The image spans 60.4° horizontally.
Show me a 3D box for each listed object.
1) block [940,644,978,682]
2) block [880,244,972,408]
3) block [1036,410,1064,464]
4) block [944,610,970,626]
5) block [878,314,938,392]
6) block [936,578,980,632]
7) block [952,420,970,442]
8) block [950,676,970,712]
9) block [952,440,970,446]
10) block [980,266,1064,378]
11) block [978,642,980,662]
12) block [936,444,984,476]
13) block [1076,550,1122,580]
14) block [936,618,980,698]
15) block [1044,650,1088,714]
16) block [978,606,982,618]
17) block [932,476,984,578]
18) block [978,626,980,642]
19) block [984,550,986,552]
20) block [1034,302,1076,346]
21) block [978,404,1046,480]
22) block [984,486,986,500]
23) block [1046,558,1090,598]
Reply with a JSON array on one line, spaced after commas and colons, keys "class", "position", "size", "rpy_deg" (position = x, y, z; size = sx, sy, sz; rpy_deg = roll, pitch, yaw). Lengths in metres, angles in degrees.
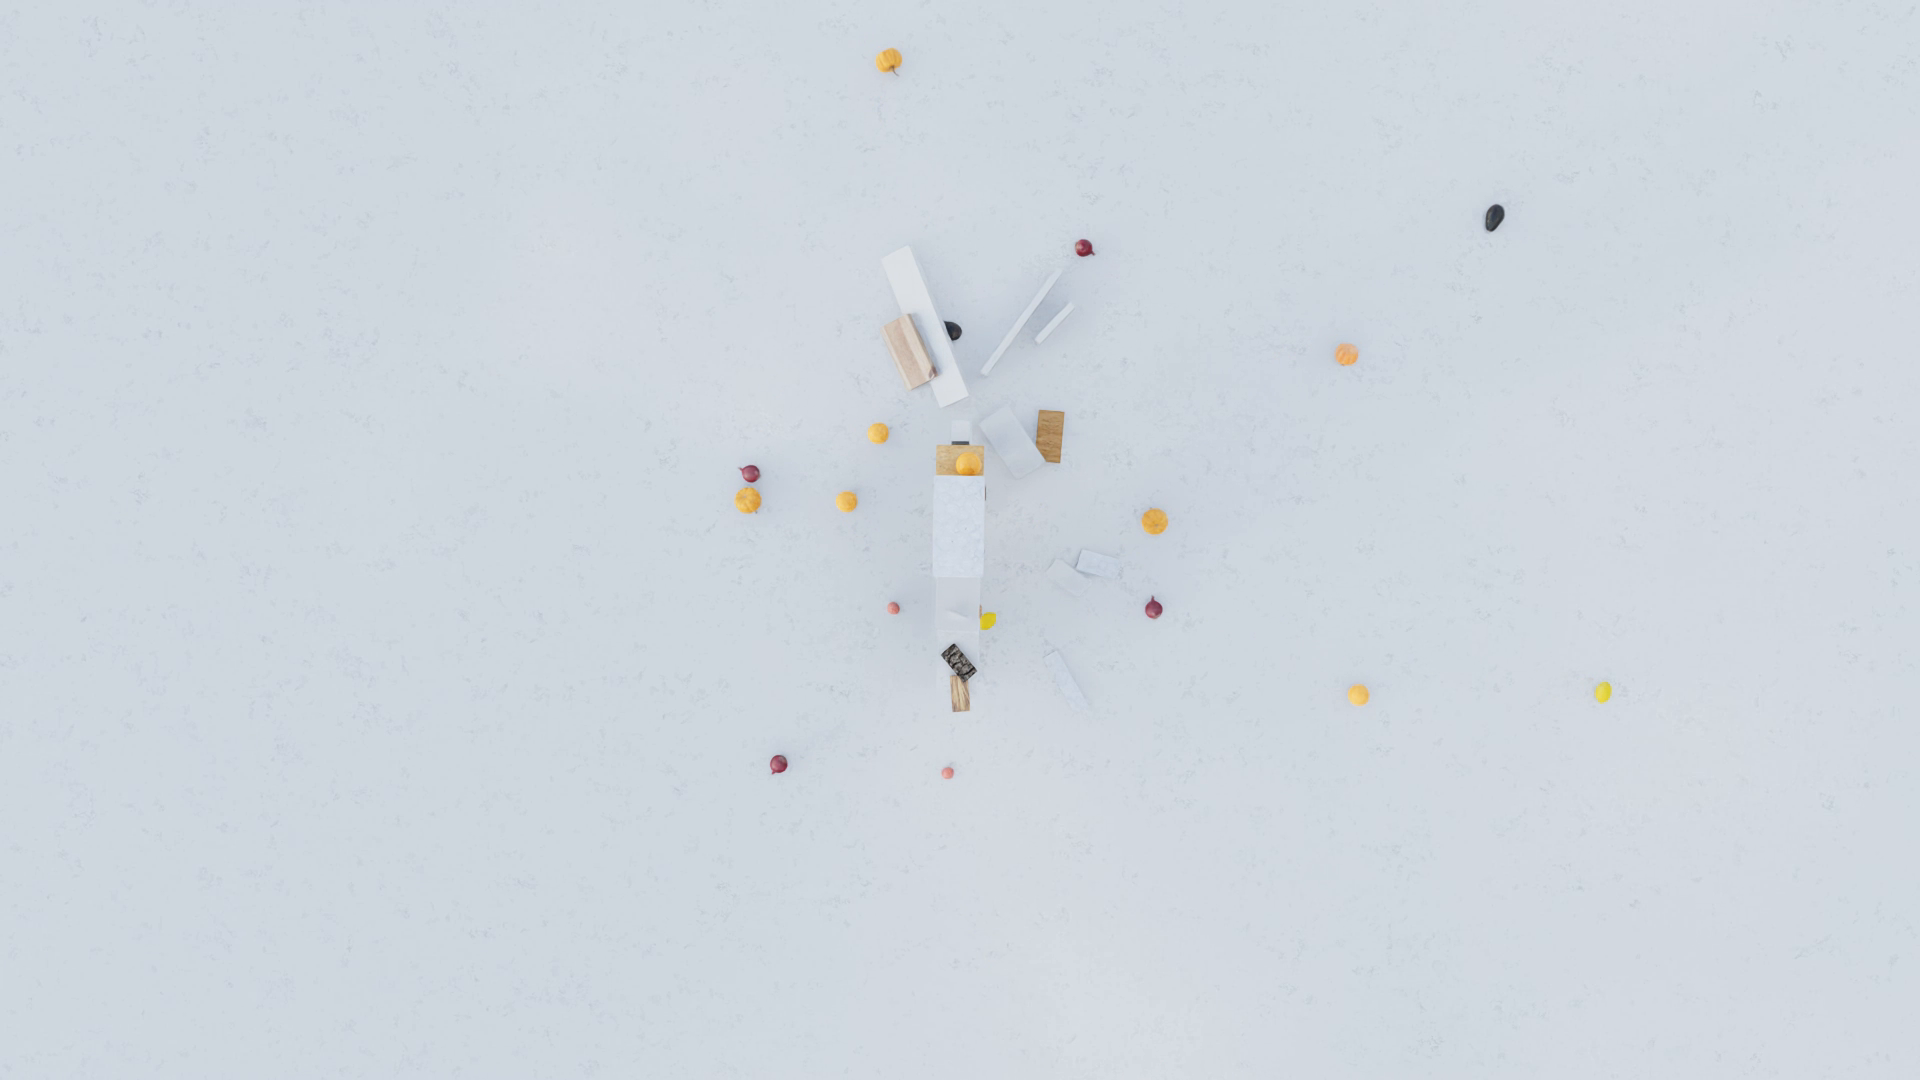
[{"class": "block", "position": [-0.003, 0.358, 4.796], "size": [0.053, 0.015, 0.106], "rpy_deg": [-40, 83, -5]}, {"class": "block", "position": [-0.110, -0.707, 5.459], "size": [0.114, 0.032, 0.534], "rpy_deg": [-22, 90, 28]}, {"class": "block", "position": [0.298, -0.345, 5.488], "size": [0.085, 0.024, 0.170], "rpy_deg": [5, 90, 0]}, {"class": "block", "position": [-0.008, 0.218, 4.633], "size": [0.069, 0.139, 0.020], "rpy_deg": [19, 89, 0]}, {"class": "block", "position": [-0.170, -0.621, 5.462], "size": [0.114, 0.032, 0.229], "rpy_deg": [-24, 90, 24]}, {"class": "block", "position": [-0.003, 0.137, 4.720], "size": [0.122, 0.035, 0.244], "rpy_deg": [3, 90, 0]}, {"class": "block", "position": [0.003, -0.331, 5.375], "size": [0.059, 0.017, 0.117], "rpy_deg": [1, 90, 0]}, {"class": "block", "position": [0.000, 0.447, 4.807], "size": [0.053, 0.015, 0.106], "rpy_deg": [-4, 91, 0]}, {"class": "block", "position": [0.001, -0.255, 5.203], "size": [0.056, 0.016, 0.112], "rpy_deg": [1, 90, 0]}, {"class": "block", "position": [0.204, -0.721, 5.457], "size": [0.024, 0.085, 0.432], "rpy_deg": [36, 90, 0]}, {"class": "block", "position": [0.004, 0.270, 5.248], "size": [0.118, 0.033, 0.236], "rpy_deg": [0, 90, 0]}, {"class": "block", "position": [-0.001, -0.133, 4.691], "size": [0.135, 0.038, 0.271], "rpy_deg": [1, 90, 0]}, {"class": "block", "position": [0.462, 0.082, 5.490], "size": [0.139, 0.020, 0.069], "rpy_deg": [15, 90, 0]}, {"class": "block", "position": [-0.006, 0.343, 4.829], "size": [0.117, 0.033, 0.233], "rpy_deg": [2, 91, 0]}, {"class": "block", "position": [0.353, 0.474, 5.492], "size": [0.053, 0.015, 0.217], "rpy_deg": [-30, 90, 0]}, {"class": "block", "position": [0.002, 0.211, 4.908], "size": [0.122, 0.343, 0.035], "rpy_deg": [2, 89, 0]}, {"class": "block", "position": [-0.003, -0.036, 4.382], "size": [0.135, 0.038, 0.269], "rpy_deg": [1, 90, 0]}, {"class": "block", "position": [0.002, 0.283, 4.962], "size": [0.117, 0.233, 0.033], "rpy_deg": [0, 82, 0]}, {"class": "block", "position": [-0.004, 0.033, 4.552], "size": [0.135, 0.300, 0.038], "rpy_deg": [17, 87, 0]}, {"class": "block", "position": [0.313, -0.715, 5.457], "size": [0.024, 0.085, 0.170], "rpy_deg": [44, 90, 0]}, {"class": "block", "position": [0.173, -0.323, 5.470], "size": [0.114, 0.032, 0.229], "rpy_deg": [-35, 86, 5]}, {"class": "block", "position": [0.002, -0.129, 4.537], "size": [0.135, 0.269, 0.038], "rpy_deg": [0, 92, 0]}, {"class": "block", "position": [0.359, 0.127, 5.490], "size": [0.139, 0.020, 0.069], "rpy_deg": [36, 90, 0]}]
